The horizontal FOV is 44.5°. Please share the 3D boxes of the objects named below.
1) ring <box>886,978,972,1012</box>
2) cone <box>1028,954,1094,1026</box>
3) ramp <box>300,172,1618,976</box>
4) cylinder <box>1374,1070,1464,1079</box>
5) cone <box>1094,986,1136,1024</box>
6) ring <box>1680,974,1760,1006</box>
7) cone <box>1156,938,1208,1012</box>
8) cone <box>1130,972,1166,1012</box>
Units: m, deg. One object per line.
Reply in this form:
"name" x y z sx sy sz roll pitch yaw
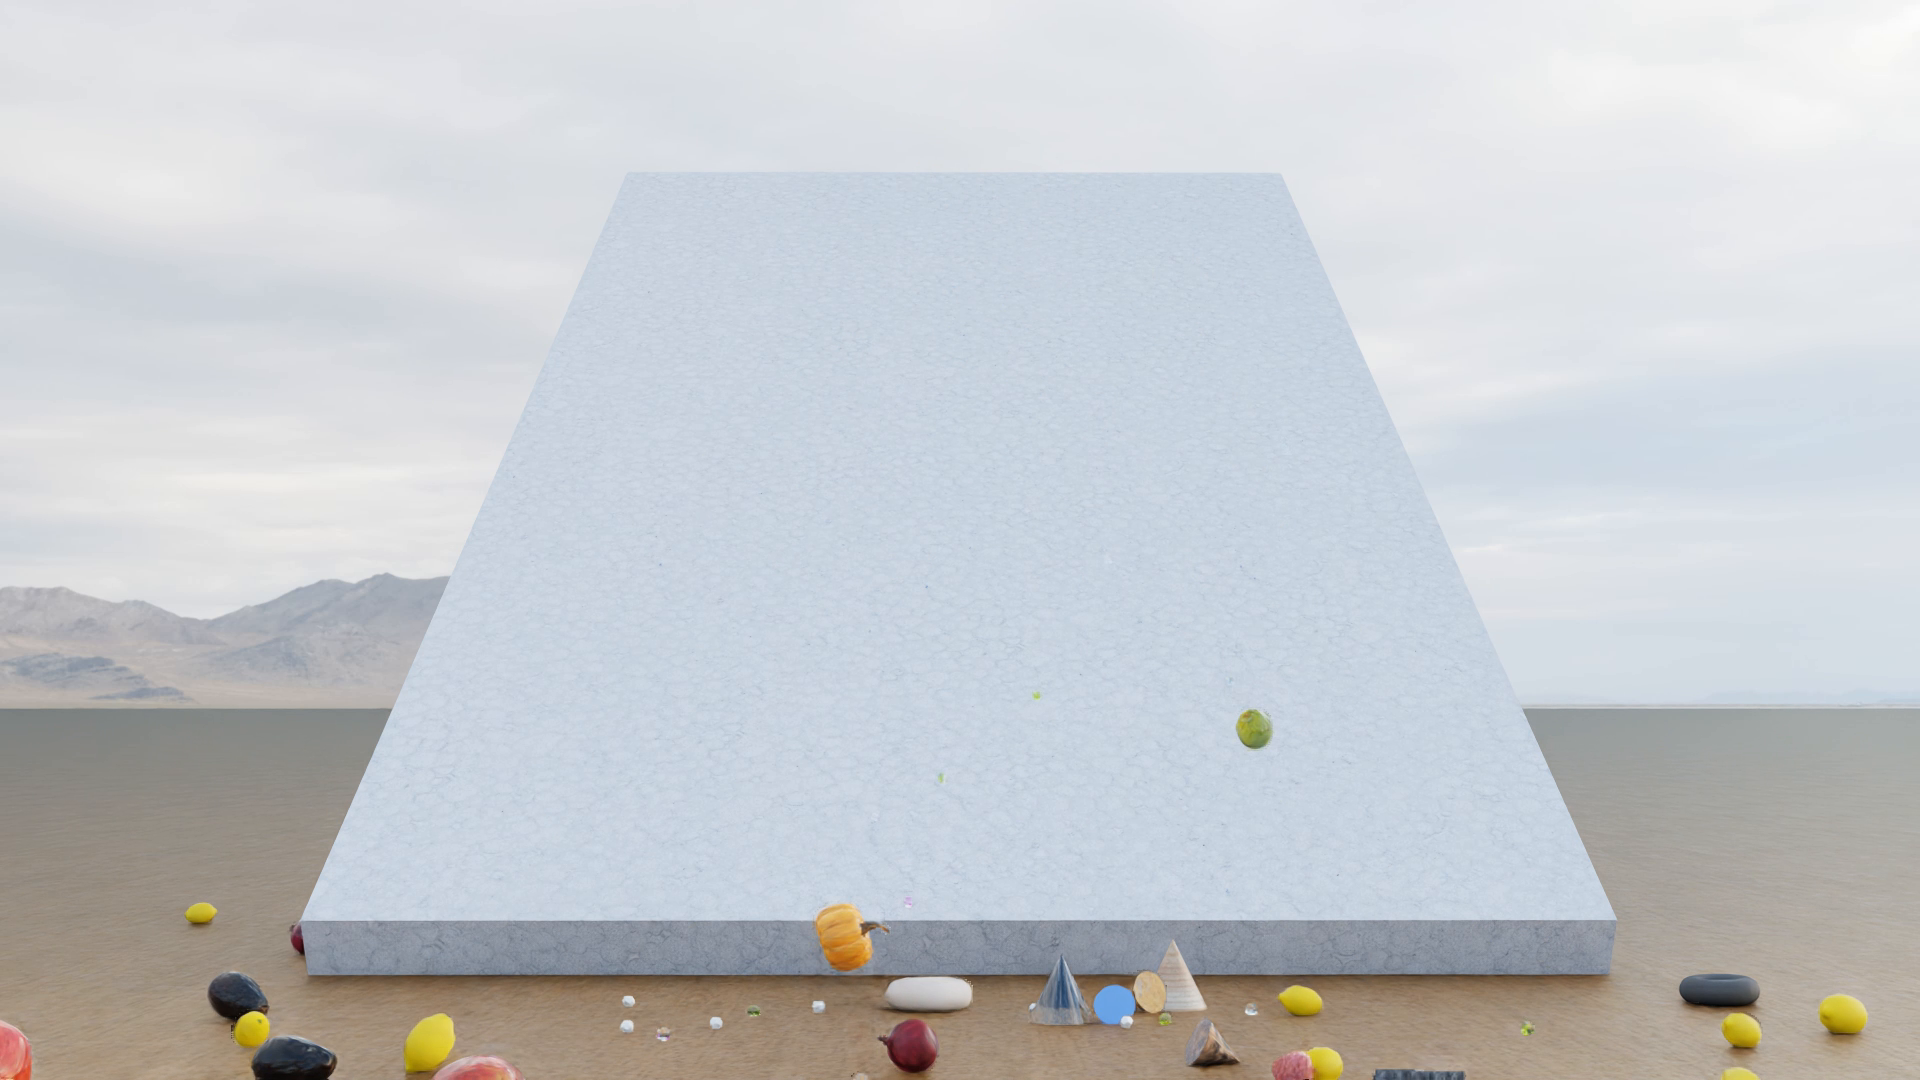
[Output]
"ring" -0.042 0.621 3.205 0.118 0.039 0.118 0 -5 0
"cone" 0.134 0.588 3.087 0.088 0.088 0.088 0 -4 0
"ramp" -0.009 -0.229 5.391 2.000 0.100 4.000 0 25 0
"cylinder" 0.421 0.526 2.146 0.080 0.080 0.080 -1 -4 13
"cone" 0.203 0.620 3.079 0.054 0.054 0.054 0 -31 3
"ring" 1.058 0.627 3.267 0.108 0.036 0.108 -1 -4 0
"cone" 0.293 0.594 3.218 0.094 0.094 0.094 0 -4 0
"cone" 0.241 0.621 3.187 0.056 0.056 0.056 3 -22 -37
